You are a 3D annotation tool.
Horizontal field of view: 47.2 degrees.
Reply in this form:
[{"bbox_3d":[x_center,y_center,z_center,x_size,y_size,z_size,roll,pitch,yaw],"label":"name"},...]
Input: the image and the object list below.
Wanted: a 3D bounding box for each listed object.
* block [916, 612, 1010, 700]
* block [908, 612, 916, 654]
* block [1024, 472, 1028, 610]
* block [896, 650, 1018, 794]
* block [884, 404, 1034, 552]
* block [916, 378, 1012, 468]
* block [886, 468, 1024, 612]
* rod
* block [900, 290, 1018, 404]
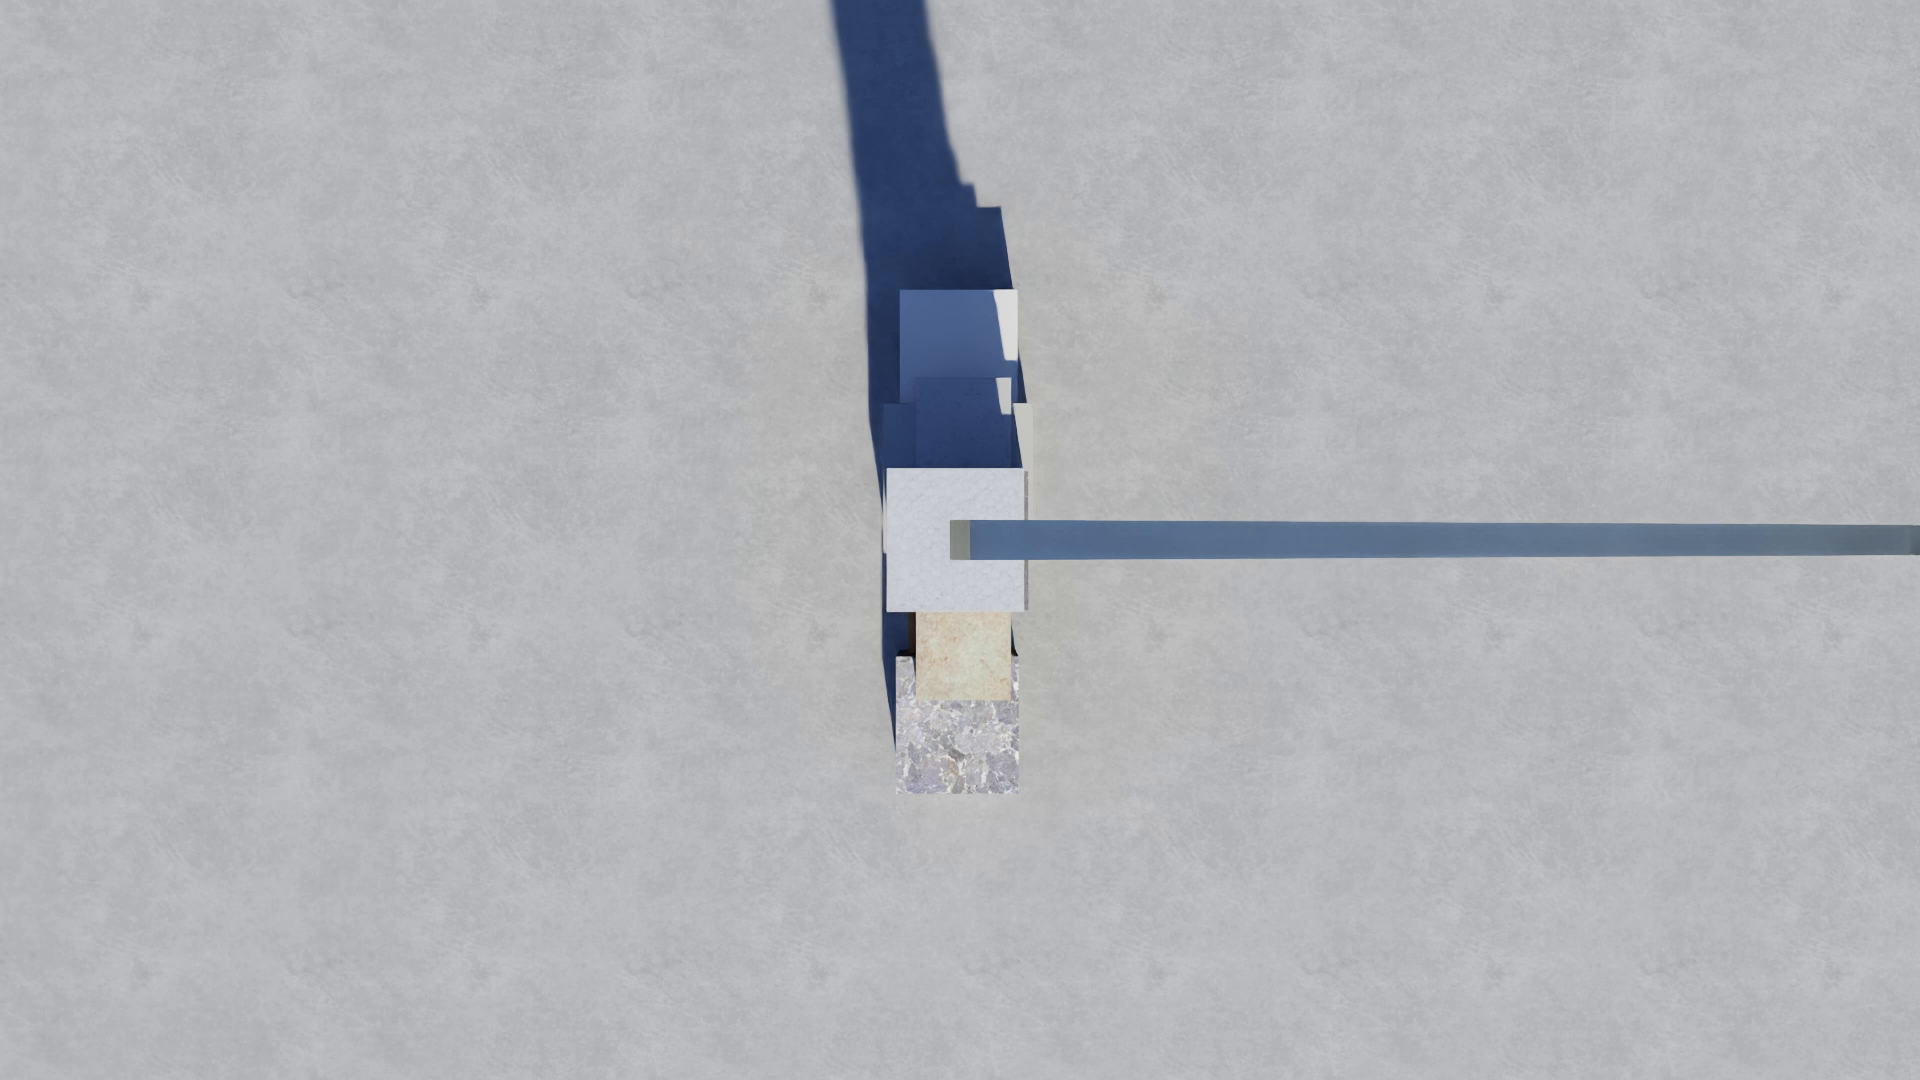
[{"bbox_3d":[0.018,0.613,11.988,0.506,0.533,0.492,0,89,0],"label":"block"},{"bbox_3d":[-0.002,0.359,12.695,0.573,0.609,0.560,0,90,0],"label":"block"},{"bbox_3d":[0.014,0.003,11.768,0.680,0.772,0.718,0,90,0],"label":"block"},{"bbox_3d":[-0.015,1.032,12.627,0.684,0.747,0.765,0,90,0],"label":"block"},{"bbox_3d":[-0.009,-0.343,12.577,0.828,0.846,0.825,0,90,0],"label":"block"},{"bbox_3d":[0.019,-0.615,11.931,0.506,0.445,0.498,0,90,0],"label":"block"},{"bbox_3d":[-0.018,0.000,8.870,0.539,0.482,0.564,0,90,0],"label":"block"},{"bbox_3d":[2.234,0.000,5.708,5.200,0.080,0.080,0,90,-31],"label":"rod"},{"bbox_3d":[-0.008,-1.090,12.712,0.665,0.576,0.648,0,90,0],"label":"block"}]
